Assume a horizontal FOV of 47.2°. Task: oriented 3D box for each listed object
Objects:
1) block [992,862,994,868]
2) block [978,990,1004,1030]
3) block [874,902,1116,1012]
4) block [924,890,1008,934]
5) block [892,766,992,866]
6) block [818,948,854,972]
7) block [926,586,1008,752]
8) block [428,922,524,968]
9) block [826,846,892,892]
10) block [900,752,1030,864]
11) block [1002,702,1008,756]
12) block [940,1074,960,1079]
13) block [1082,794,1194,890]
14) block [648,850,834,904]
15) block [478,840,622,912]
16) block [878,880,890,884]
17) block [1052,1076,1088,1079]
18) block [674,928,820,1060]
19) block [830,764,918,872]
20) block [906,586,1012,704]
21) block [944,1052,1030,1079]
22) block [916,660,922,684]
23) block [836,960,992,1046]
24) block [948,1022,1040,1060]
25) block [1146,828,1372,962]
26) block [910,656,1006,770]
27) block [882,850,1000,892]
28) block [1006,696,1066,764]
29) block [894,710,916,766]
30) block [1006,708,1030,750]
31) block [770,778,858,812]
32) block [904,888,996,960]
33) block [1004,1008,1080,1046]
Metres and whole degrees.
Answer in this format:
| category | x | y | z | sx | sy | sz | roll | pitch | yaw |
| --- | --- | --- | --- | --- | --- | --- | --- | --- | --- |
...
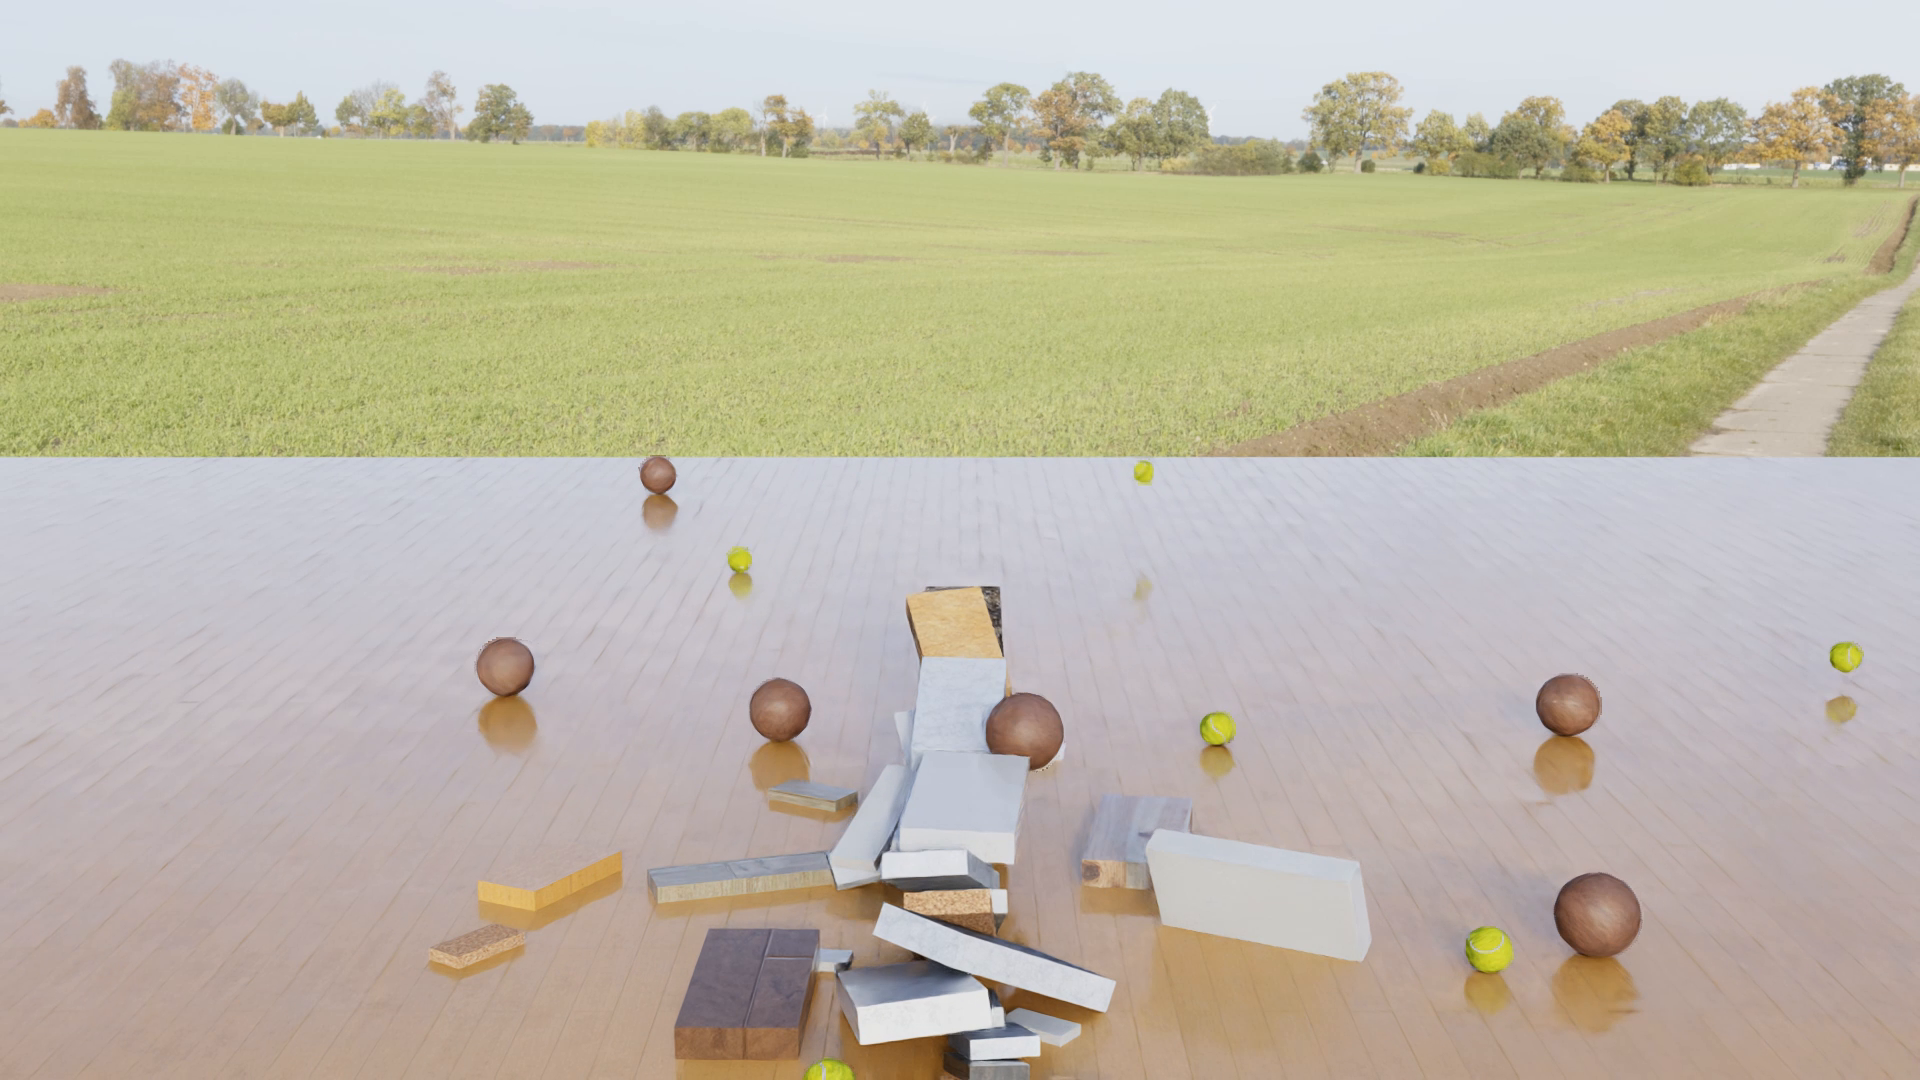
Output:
| category | x | y | z | sx | sy | sz | roll | pitch | yaw |
| --- | --- | --- | --- | --- | --- | --- | --- | --- | --- |
| block | 0.005 | 0.510 | 3.559 | 0.097 | 0.028 | 0.194 | 0 | 18 | 2 |
| block | 0.008 | 0.659 | 3.075 | 0.093 | 0.026 | 0.186 | -6 | -4 | -3 |
| block | 0.052 | 0.594 | 3.123 | 0.167 | 0.047 | 0.333 | 12 | -11 | 47 |
| block | 0.002 | 0.571 | 3.369 | 0.124 | 0.035 | 0.247 | 0 | -17 | -3 |
| block | -0.010 | 0.438 | 3.490 | 0.151 | 0.043 | 0.301 | 3 | 18 | 6 |
| block | -0.220 | 0.640 | 3.356 | 0.105 | 0.015 | 0.053 | 2 | 11 | 9 |
| block | 0.011 | 0.268 | 4.147 | 0.144 | 0.041 | 0.433 | 0 | 50 | -3 |
| block | -0.748 | 0.629 | 3.409 | 0.067 | 0.019 | 0.134 | 8 | 13 | 36 |
| block | -0.151 | 0.544 | 3.708 | 0.134 | 0.019 | 0.067 | -12 | 50 | -13 |
| block | 0.011 | 0.409 | 3.398 | 0.169 | 0.048 | 0.338 | 2 | 14 | 5 |
| block | 0.005 | 0.379 | 3.753 | 0.151 | 0.043 | 0.362 | 0 | 28 | 0 |
| block | 0.008 | 0.734 | 2.832 | 0.080 | 0.023 | 0.159 | 1 | 11 | 5 |
| block | 0.317 | 0.529 | 3.870 | 0.166 | 0.047 | 0.375 | 2 | 11 | 9 |
| block | -0.353 | 0.567 | 3.717 | 0.336 | 0.027 | 0.096 | -3 | 11 | -18 |
| block | -0.690 | 0.565 | 3.713 | 0.118 | 0.034 | 0.237 | 6 | 12 | 27 |
| block | -0.112 | 0.568 | 3.743 | 0.121 | 0.017 | 0.061 | 3 | 11 | 18 |
| block | 0.147 | 0.738 | 2.802 | 0.093 | 0.026 | 0.186 | 2 | 11 | 13 |
| block | -0.301 | 0.650 | 3.170 | 0.169 | 0.048 | 0.338 | 0 | 13 | 2 |
| block | -0.131 | 0.463 | 3.680 | 0.076 | 0.022 | 0.276 | 5 | 29 | 18 |
| block | -0.004 | 0.202 | 4.096 | 0.144 | 0.041 | 0.289 | -6 | 40 | -10 |
| block | 0.034 | 0.695 | 2.899 | 0.080 | 0.023 | 0.159 | 2 | -7 | -13 |
| block | -0.003 | 0.330 | 4.016 | 0.144 | 0.041 | 0.289 | 0 | 42 | -3 |
| block | -0.070 | 0.625 | 3.004 | 0.169 | 0.048 | 0.408 | -6 | -4 | -7 |
| block | 0.045 | 0.678 | 2.977 | 0.093 | 0.026 | 0.186 | -2 | -6 | -10 |
| block | 0.462 | 0.550 | 3.416 | 0.333 | 0.167 | 0.047 | 6 | 38 | 29 |
| block | 0.001 | 0.299 | 3.813 | 0.151 | 0.043 | 0.301 | 1 | 28 | 3 |
| block | -0.025 | 0.494 | 3.237 | 0.124 | 0.035 | 0.247 | -4 | -17 | 11 |
| block | 0.111 | 0.390 | 4.523 | 0.118 | 0.034 | 0.237 | -4 | 22 | -23 |
| block | -0.053 | 0.367 | 3.879 | 0.096 | 0.027 | 0.193 | -11 | 35 | -5 |
| block | 0.025 | 0.363 | 3.917 | 0.096 | 0.027 | 0.193 | 24 | 46 | 36 |
| block | -0.278 | 0.485 | 4.178 | 0.152 | 0.022 | 0.076 | 6 | 12 | 30 |
| block | -0.012 | 0.574 | 3.250 | 0.124 | 0.035 | 0.247 | -3 | -27 | 2 |
| block | 0.112 | 0.687 | 3.105 | 0.105 | 0.015 | 0.053 | 7 | 13 | 35 |
